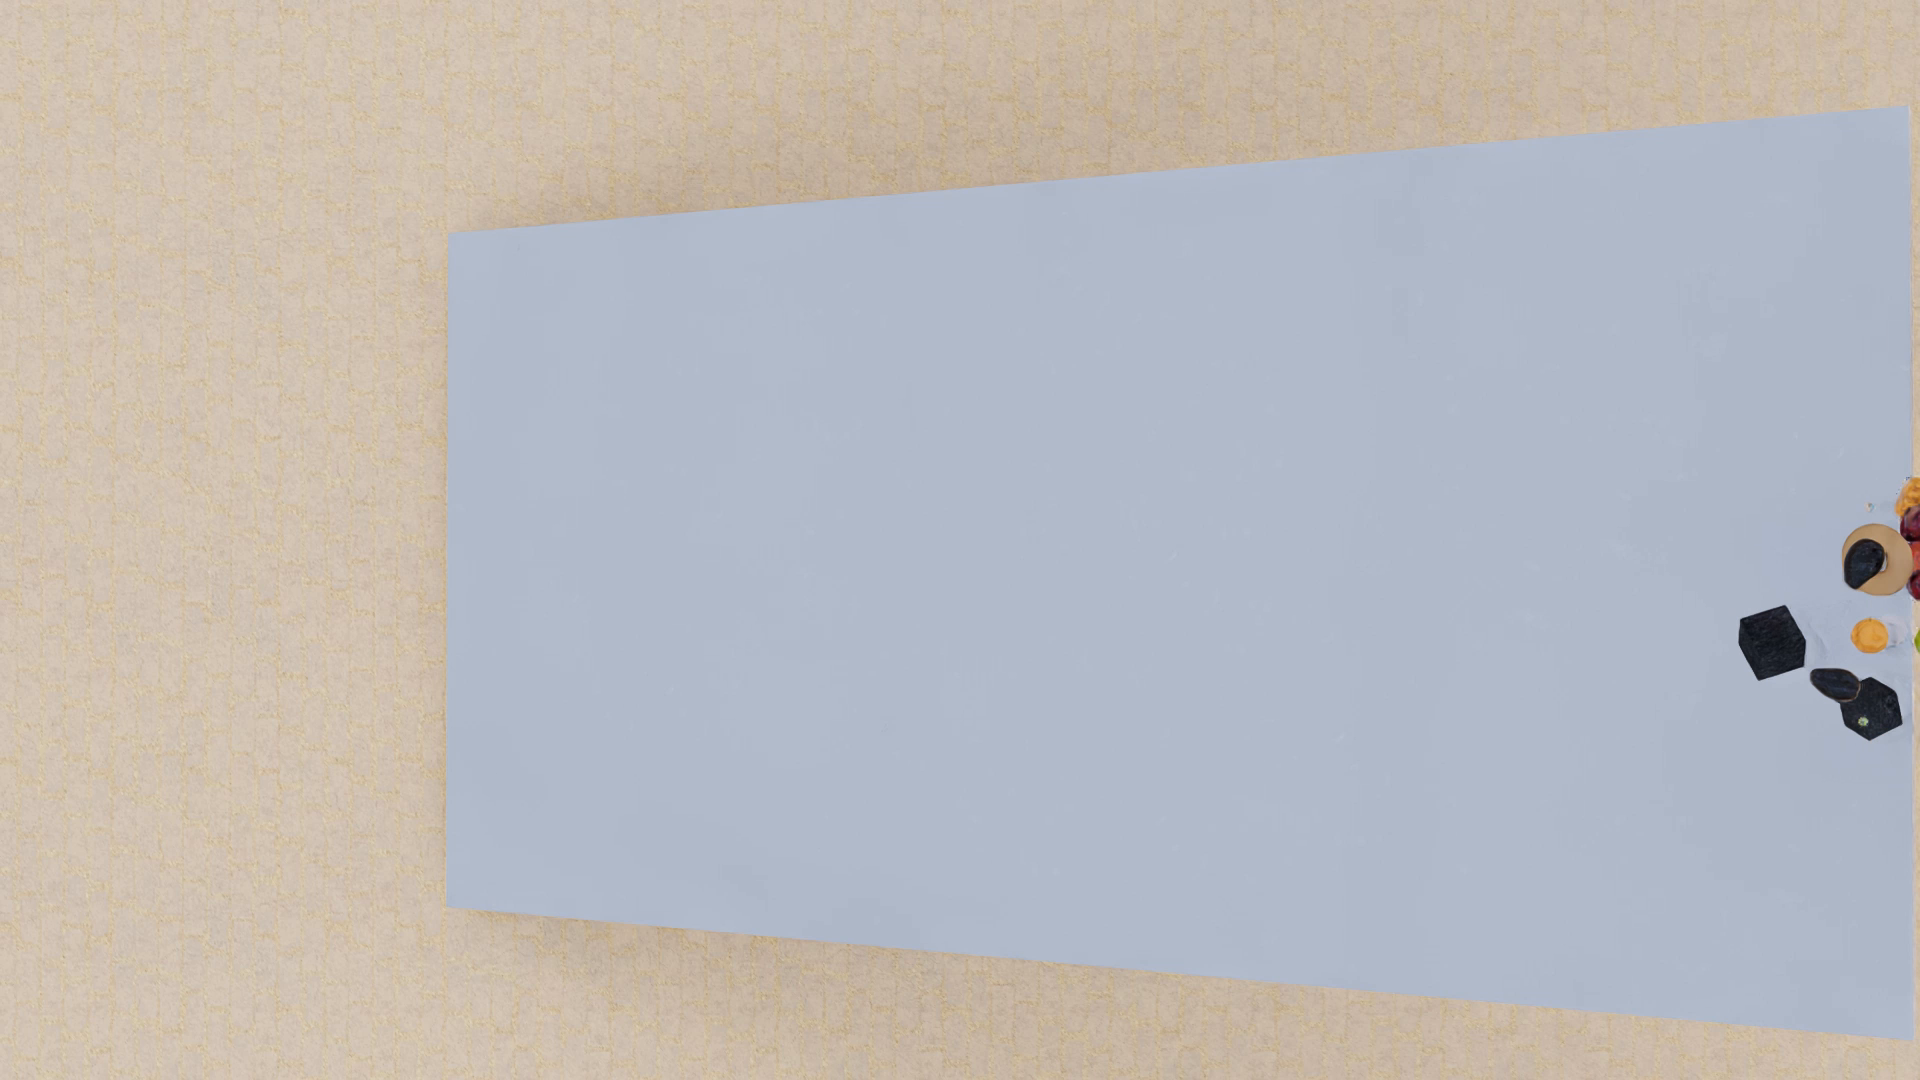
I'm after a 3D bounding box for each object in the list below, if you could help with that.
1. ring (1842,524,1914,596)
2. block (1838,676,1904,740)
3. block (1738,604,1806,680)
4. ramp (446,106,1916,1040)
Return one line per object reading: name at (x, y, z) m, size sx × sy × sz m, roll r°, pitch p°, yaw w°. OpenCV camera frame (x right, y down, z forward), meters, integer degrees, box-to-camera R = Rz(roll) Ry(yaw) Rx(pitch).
ring at (1.667, 0.036, 3.997) m, size 0.045 × 0.134 × 0.134 m, roll -13°, pitch 89°, yaw -35°
block at (1.844, 0.342, 4.455) m, size 0.080 × 0.080 × 0.080 m, roll -25°, pitch 114°, yaw -7°
block at (1.671, 0.212, 4.525) m, size 0.097 × 0.097 × 0.097 m, roll -18°, pitch 51°, yaw 4°
ramp at (0.278, 0.079, 5.661) m, size 4.000 × 0.100 × 2.000 m, roll 0°, pitch 89°, yaw 27°
